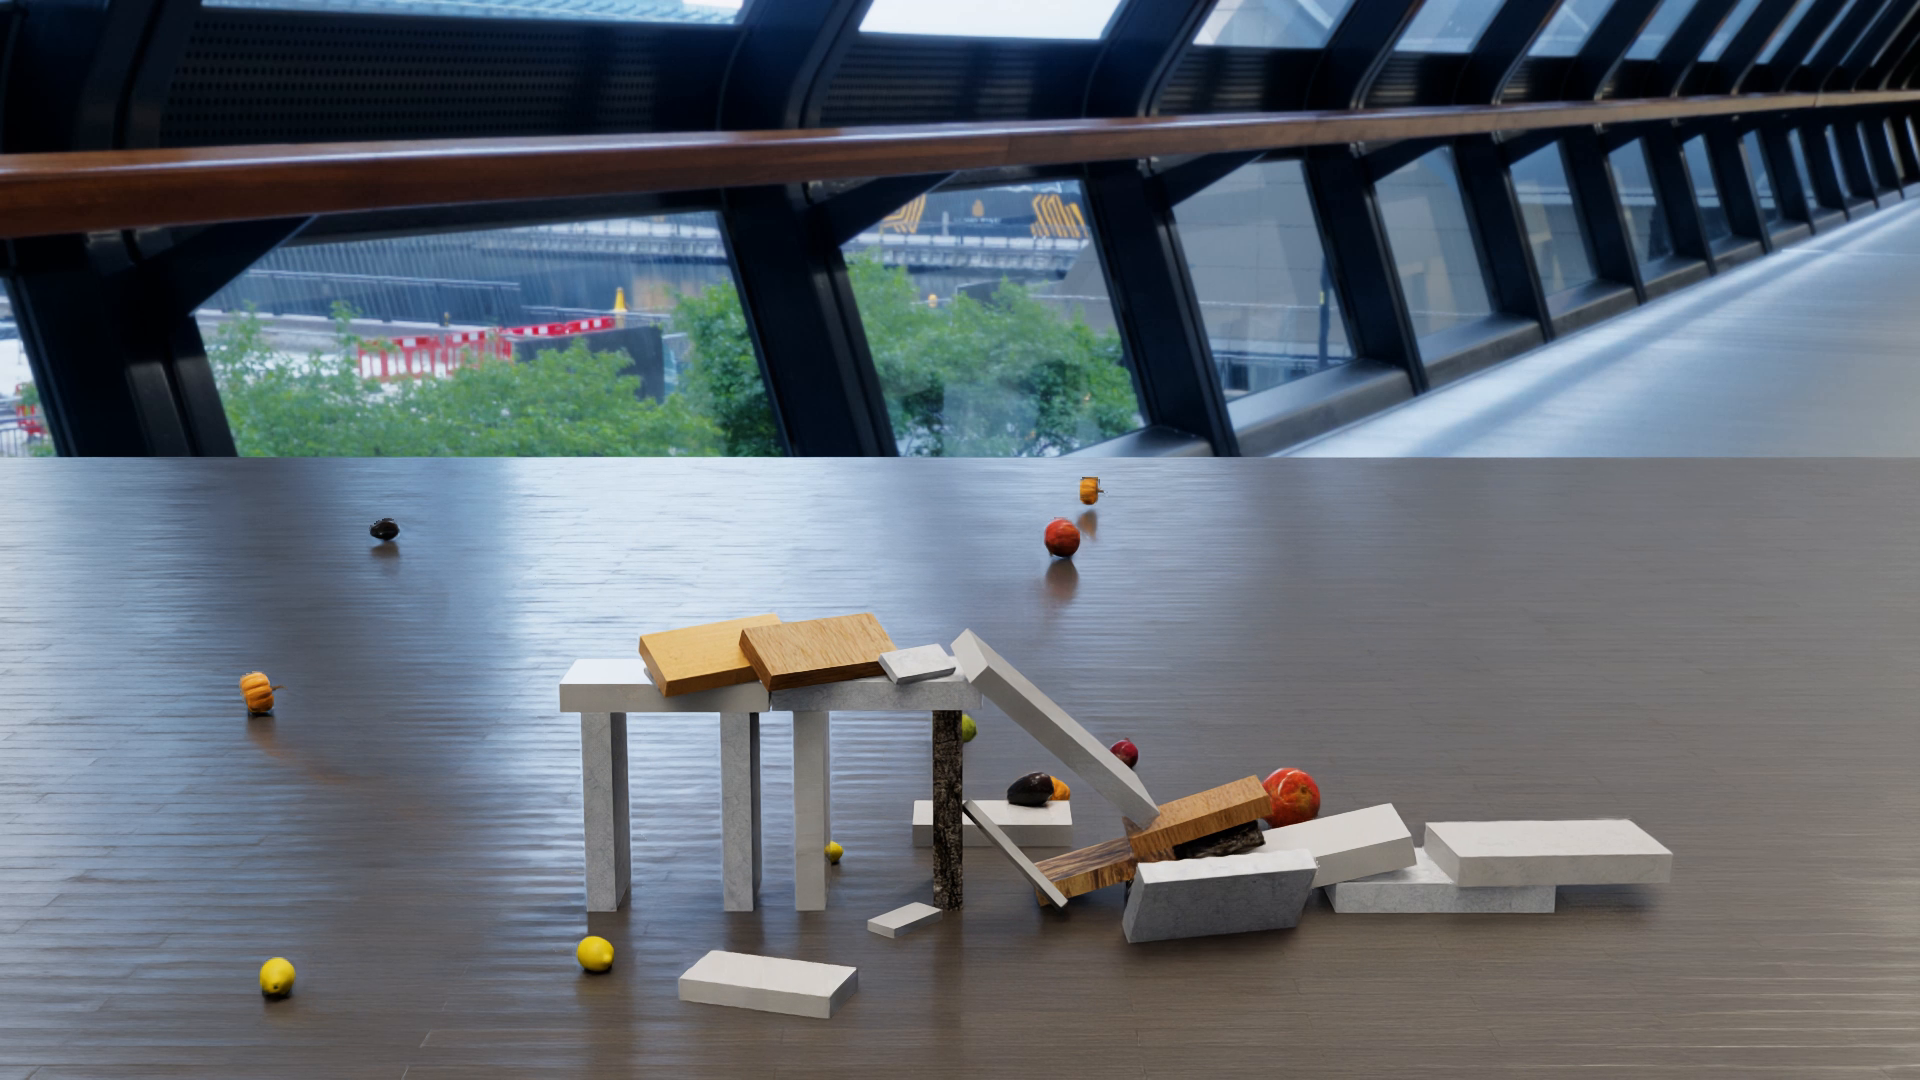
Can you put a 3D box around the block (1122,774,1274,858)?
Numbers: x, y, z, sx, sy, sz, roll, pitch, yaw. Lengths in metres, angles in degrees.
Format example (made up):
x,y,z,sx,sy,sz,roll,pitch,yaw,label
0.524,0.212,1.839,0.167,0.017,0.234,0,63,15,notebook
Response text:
x,y,z,sx,sy,sz,roll,pitch,yaw,label
0.391,0.456,3.637,0.237,0.034,0.118,-18,10,1,block

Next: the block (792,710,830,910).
x,y,z,sx,sy,sz,roll,pitch,yaw,label
-0.244,0.424,3.641,0.048,0.338,0.169,0,11,0,block

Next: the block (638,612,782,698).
x,y,z,sx,sy,sz,roll,pitch,yaw,label
-0.385,0.184,3.541,0.236,0.033,0.118,-9,40,-28,block

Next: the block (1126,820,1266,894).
x,y,z,sx,sy,sz,roll,pitch,yaw,label
0.387,0.522,3.651,0.237,0.034,0.118,-27,9,5,block

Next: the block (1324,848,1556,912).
x,y,z,sx,sy,sz,roll,pitch,yaw,label
0.789,0.566,3.663,0.356,0.050,0.178,0,11,0,block

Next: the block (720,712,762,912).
x,y,z,sx,sy,sz,roll,pitch,yaw,label
-0.361,0.426,3.638,0.047,0.335,0.167,0,11,0,block

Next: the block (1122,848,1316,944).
x,y,z,sx,sy,sz,roll,pitch,yaw,label
0.406,0.558,3.450,0.284,0.142,0.040,-3,41,-14,block

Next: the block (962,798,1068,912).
x,y,z,sx,sy,sz,roll,pitch,yaw,label
0.089,0.513,3.578,0.016,0.230,0.058,-42,-14,-13,block

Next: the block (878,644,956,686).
x,y,z,sx,sy,sz,roll,pitch,yaw,label
-0.069,0.200,3.539,0.115,0.016,0.058,-8,45,-37,block

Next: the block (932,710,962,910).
x,y,z,sx,sy,sz,roll,pitch,yaw,label
-0.020,0.424,3.641,0.048,0.338,0.169,0,11,0,block

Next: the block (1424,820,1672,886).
x,y,z,sx,sy,sz,roll,pitch,yaw,label
0.971,0.518,3.645,0.356,0.050,0.178,0,11,-6,block

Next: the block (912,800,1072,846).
x,y,z,sx,sy,sz,roll,pitch,yaw,label
0.058,0.512,3.978,0.283,0.040,0.142,0,11,0,block

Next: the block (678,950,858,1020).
x,y,z,sx,sy,sz,roll,pitch,yaw,label
-0.281,0.653,3.237,0.236,0.033,0.118,3,11,18,block

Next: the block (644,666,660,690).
x,y,z,sx,sy,sz,roll,pitch,yaw,label
-0.456,0.207,3.534,0.093,0.013,0.046,-21,46,-32,block

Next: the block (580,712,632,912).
x,y,z,sx,sy,sz,roll,pitch,yaw,label
-0.584,0.426,3.638,0.047,0.335,0.167,0,11,0,block

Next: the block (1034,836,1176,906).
x,y,z,sx,sy,sz,roll,pitch,yaw,label
0.240,0.539,3.654,0.237,0.034,0.118,-18,10,4,block

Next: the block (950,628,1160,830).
x,y,z,sx,sy,sz,roll,pitch,yaw,label
0.156,0.308,3.570,0.420,0.040,0.142,42,8,-25,block

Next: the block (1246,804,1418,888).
x,y,z,sx,sy,sz,roll,pitch,yaw,label
0.563,0.526,3.656,0.356,0.050,0.178,-13,10,3,block

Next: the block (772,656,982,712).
x,y,z,sx,sy,sz,roll,pitch,yaw,label
-0.134,0.234,3.604,0.337,0.048,0.169,0,11,-1,block

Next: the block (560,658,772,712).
x,y,z,sx,sy,sz,roll,pitch,yaw,label
-0.474,0.238,3.603,0.335,0.047,0.167,0,11,0,block

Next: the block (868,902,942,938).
x,y,z,sx,sy,sz,roll,pitch,yaw,label
-0.088,0.609,3.523,0.058,0.016,0.115,9,14,40,block

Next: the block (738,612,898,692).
x,y,z,sx,sy,sz,roll,pitch,yaw,label
-0.224,0.179,3.542,0.236,0.033,0.118,-6,40,-31,block
